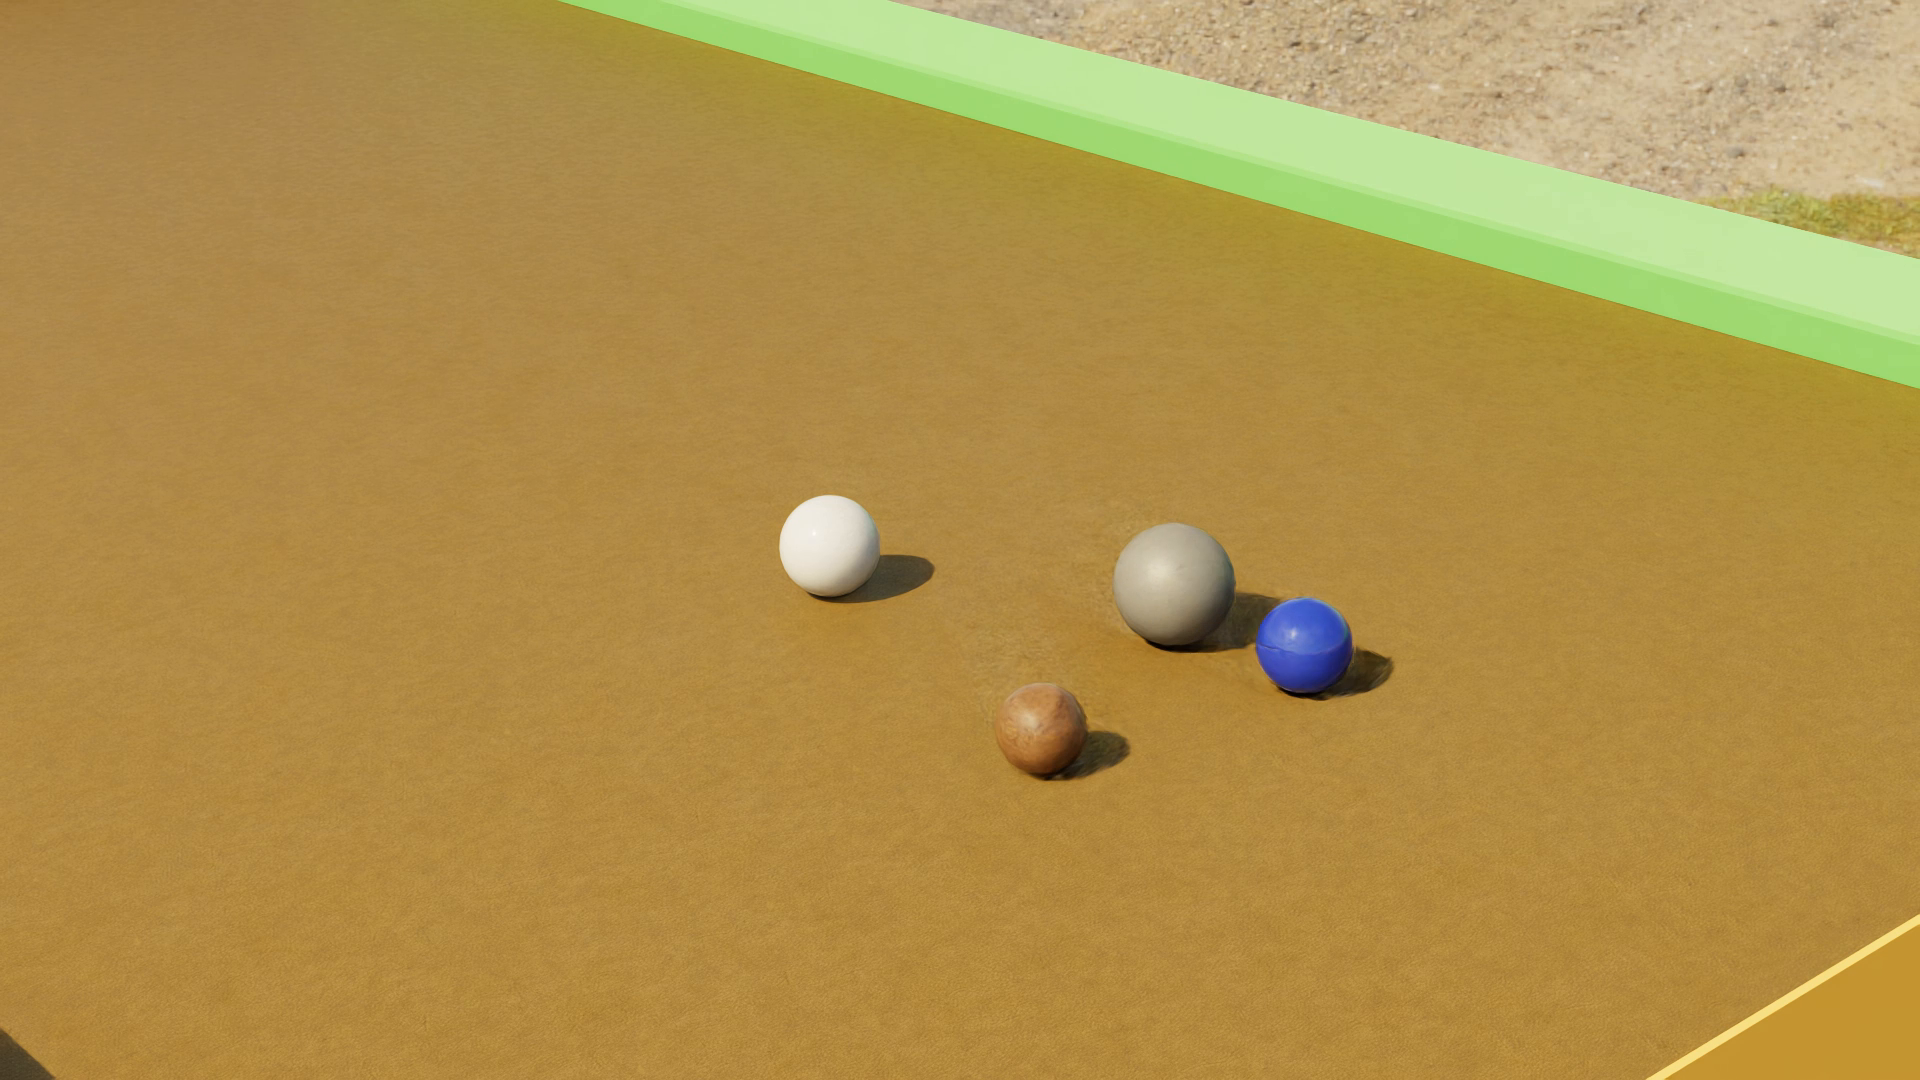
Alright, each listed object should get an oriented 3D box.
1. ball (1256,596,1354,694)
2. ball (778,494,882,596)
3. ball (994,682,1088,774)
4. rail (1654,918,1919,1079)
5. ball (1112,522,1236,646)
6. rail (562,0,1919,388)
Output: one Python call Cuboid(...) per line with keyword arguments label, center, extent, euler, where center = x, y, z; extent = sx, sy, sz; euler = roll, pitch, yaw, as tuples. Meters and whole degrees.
Cuboid(label="ball", center=(0.260, 0.079, 2.215), extent=(0.073, 0.073, 0.073), euler=(0, 23, 0))
Cuboid(label="ball", center=(-0.105, 0.005, 2.381), extent=(0.083, 0.083, 0.083), euler=(0, 23, 0))
Cuboid(label="ball", center=(0.058, 0.134, 2.093), extent=(0.066, 0.066, 0.066), euler=(0, 23, 0))
Cuboid(label="rail", center=(0.597, 0.241, 1.759), extent=(2.035, 0.125, 0.045), euler=(-19, 29, -38))
Cuboid(label="ball", center=(0.167, 0.034, 2.293), extent=(0.096, 0.096, 0.096), euler=(0, 23, 0))
Cuboid(label="rail", center=(0.132, -0.541, 3.631), extent=(0.045, 0.125, 3.704), euler=(-19, 29, -38))
